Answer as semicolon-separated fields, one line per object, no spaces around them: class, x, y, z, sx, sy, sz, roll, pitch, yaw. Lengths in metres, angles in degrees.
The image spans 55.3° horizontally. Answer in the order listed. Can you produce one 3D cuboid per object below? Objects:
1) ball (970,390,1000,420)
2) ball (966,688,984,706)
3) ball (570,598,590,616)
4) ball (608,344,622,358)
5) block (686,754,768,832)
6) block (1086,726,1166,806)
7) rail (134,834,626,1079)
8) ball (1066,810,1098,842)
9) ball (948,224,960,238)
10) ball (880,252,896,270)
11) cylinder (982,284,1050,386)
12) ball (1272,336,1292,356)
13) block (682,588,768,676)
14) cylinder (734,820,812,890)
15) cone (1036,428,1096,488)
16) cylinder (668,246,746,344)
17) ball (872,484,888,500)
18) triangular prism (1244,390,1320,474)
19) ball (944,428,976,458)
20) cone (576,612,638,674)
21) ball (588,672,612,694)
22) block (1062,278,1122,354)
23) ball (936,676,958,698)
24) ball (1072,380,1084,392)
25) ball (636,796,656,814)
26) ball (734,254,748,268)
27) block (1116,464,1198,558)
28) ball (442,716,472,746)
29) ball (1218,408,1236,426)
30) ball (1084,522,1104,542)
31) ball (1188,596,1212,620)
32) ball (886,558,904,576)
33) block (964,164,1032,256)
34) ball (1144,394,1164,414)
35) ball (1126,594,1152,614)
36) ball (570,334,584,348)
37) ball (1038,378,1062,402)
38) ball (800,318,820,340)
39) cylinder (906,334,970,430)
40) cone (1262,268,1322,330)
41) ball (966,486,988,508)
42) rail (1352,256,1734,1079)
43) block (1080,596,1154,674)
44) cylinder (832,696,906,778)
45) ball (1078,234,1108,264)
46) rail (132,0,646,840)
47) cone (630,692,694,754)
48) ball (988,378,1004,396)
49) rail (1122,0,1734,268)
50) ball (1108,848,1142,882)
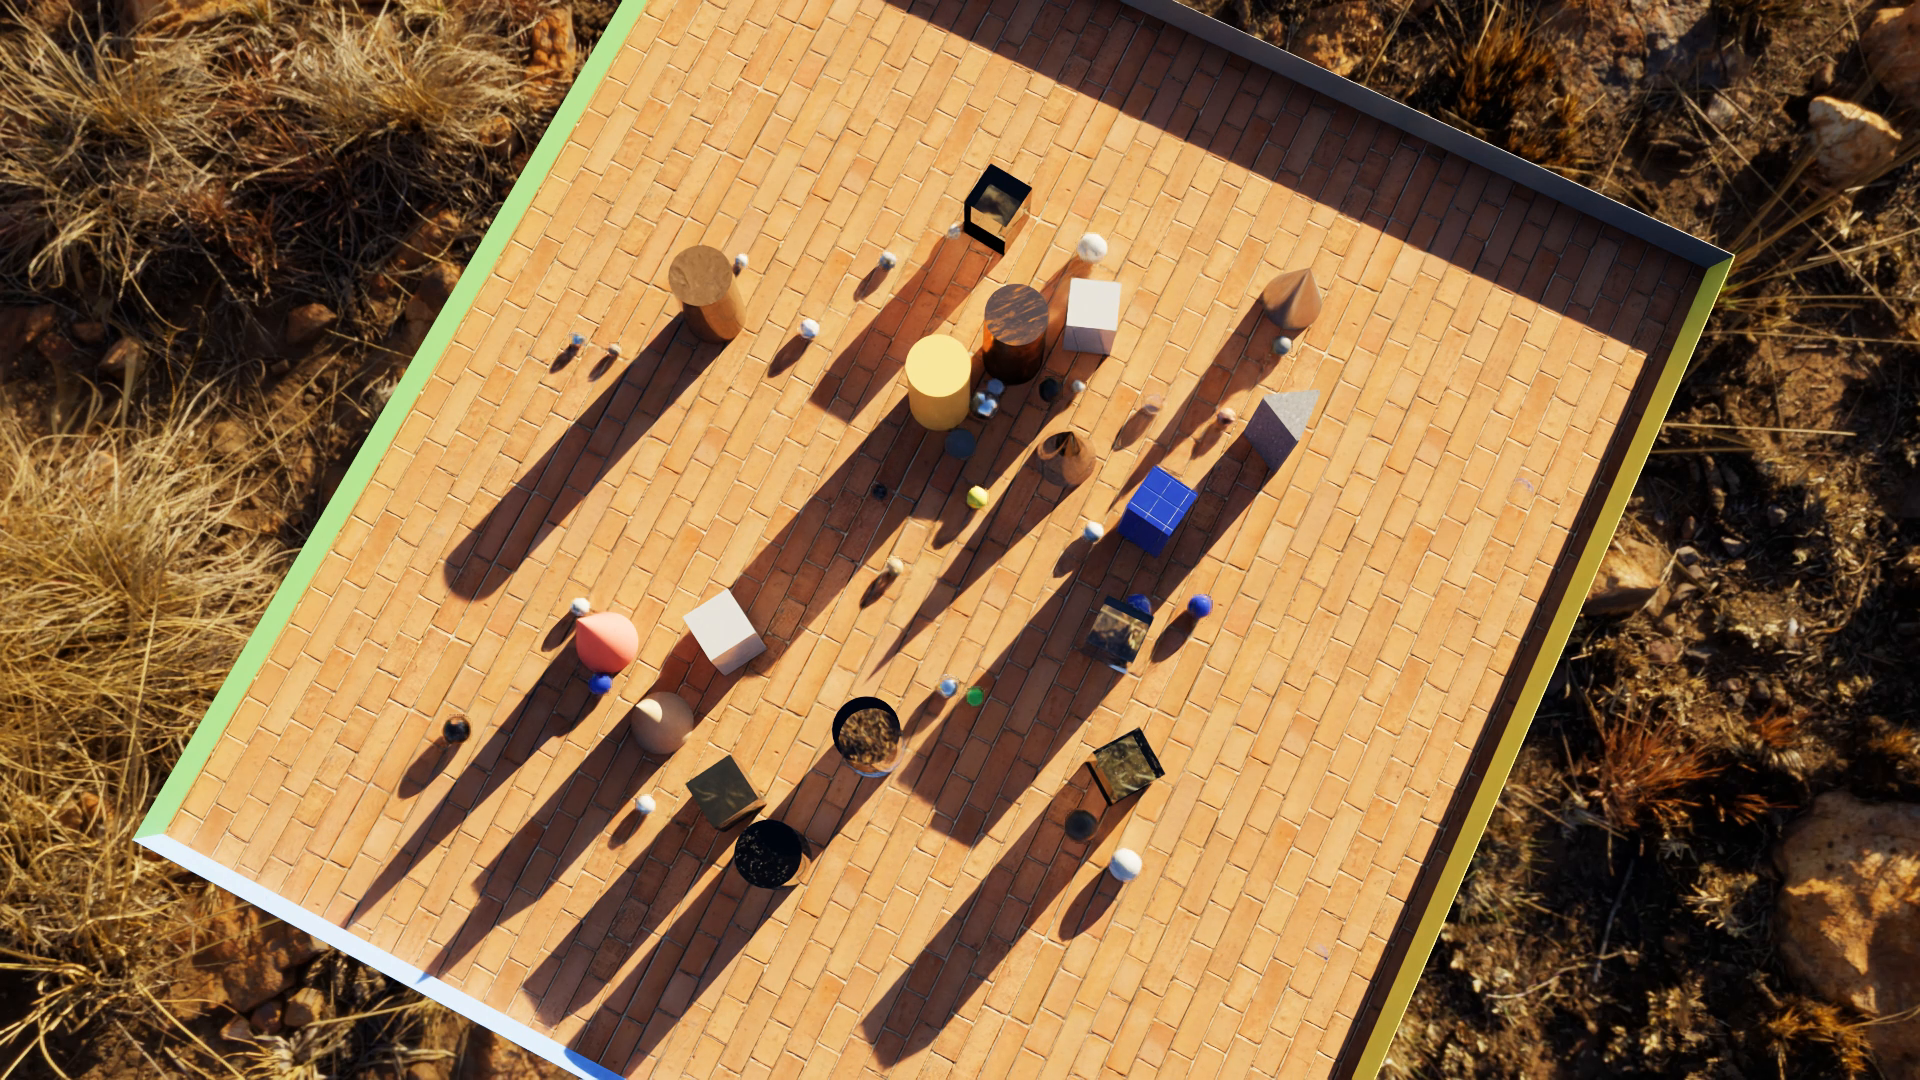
ball;0.075;-0.417;5.656;0.091;0.091;0.091;0;78;0
ball;0.046;0.471;5.492;0.052;0.052;0.052;0;78;0
ball;-1.149;0.204;5.545;0.058;0.058;0.058;0;78;0
ball;-1.078;-0.589;5.717;0.042;0.042;0.042;0;78;0
block;-0.677;0.739;5.334;0.151;0.254;0.151;-33;80;-7
block;0.474;0.660;5.307;0.151;0.338;0.151;-28;80;-5
rail;-0.827;1.626;5.216;3.495;0.123;0.045;26;80;5
ball;0.360;0.842;5.394;0.094;0.094;0.094;0;78;0
ball;-0.018;-0.976;5.797;0.042;0.042;0.042;0;78;0
ball;-0.226;-0.879;5.770;0.054;0.054;0.054;0;78;0
cylinder;0.165;-0.616;5.536;0.189;0.408;0.189;0;78;0
ball;1.003;-0.605;5.711;0.060;0.060;0.060;0;78;0
block;-0.688;0.275;5.391;0.151;0.330;0.151;-33;80;-6
cylinder;-0.533;0.906;5.255;0.189;0.341;0.189;0;78;0
cone;0.327;-0.287;5.514;0.189;0.317;0.189;0;78;0
cylinder;-0.766;-0.743;5.584;0.189;0.364;0.189;0;78;0
ball;-0.245;-0.147;5.624;0.045;0.045;0.045;0;78;0
triangular prism;0.983;-0.351;5.487;0.142;0.396;0.164;-35;80;-7
ball;0.001;-0.297;5.629;0.095;0.095;0.095;0;78;0
cone;-1.069;0.266;5.333;0.189;0.446;0.189;0;78;0
ball;-1.078;0.430;5.492;0.069;0.069;0.069;0;78;0
block;0.403;-0.686;5.636;0.151;0.240;0.151;6;78;1
ball;-0.037;0.441;5.492;0.066;0.066;0.066;0;78;0
ball;0.366;-0.477;5.695;0.040;0.040;0.040;0;78;0
ball;-0.930;0.786;5.426;0.055;0.055;0.055;0;78;0
ball;-0.690;-0.879;5.777;0.042;0.042;0.042;0;78;0
block;0.584;-0.081;5.460;0.151;0.340;0.151;35;80;7
ball;-1.498;0.567;5.455;0.086;0.086;0.086;0;78;0
ball;0.825;-0.380;5.666;0.056;0.056;0.056;0;78;0
ball;0.407;-0.025;5.591;0.060;0.060;0.060;0;78;0
ball;0.723;0.203;5.538;0.072;0.072;0.072;0;78;0
ball;-0.197;0.084;5.572;0.054;0.054;0.054;0;78;0
block;0.117;-1.026;5.702;0.151;0.247;0.151;32;80;6
ball;0.599;-0.421;5.671;0.063;0.063;0.063;0;78;0
ball;0.537;0.205;5.532;0.083;0.083;0.083;0;78;0
ball;-1.194;-0.621;5.723;0.044;0.044;0.044;0;78;0
ball;0.279;-0.463;5.675;0.074;0.074;0.074;0;78;0
ball;-0.471;-0.658;5.720;0.064;0.064;0.064;0;78;0
cylinder;-0.063;-0.470;5.520;0.189;0.378;0.189;0;78;0
cone;1.046;-0.783;5.620;0.189;0.310;0.189;0;78;0
ball;0.052;-0.129;5.609;0.067;0.067;0.067;0;78;0
rail;1.542;0.761;5.395;0.045;0.123;3.746;26;80;5
block;0.465;0.283;5.439;0.151;0.233;0.151;25;79;5
cylinder;-0.258;0.570;5.269;0.189;0.450;0.189;0;78;0
ball;0.416;-0.915;5.758;0.094;0.094;0.094;0;78;0
rail;-1.542;-0.748;5.707;0.045;0.123;3.746;26;80;5
cone;-0.894;0.503;5.279;0.189;0.457;0.189;0;78;0
ball;0.111;-0.474;5.687;0.054;0.054;0.054;0;78;0
rail;0.827;-1.613;5.886;3.495;0.123;0.045;26;80;5
ball;0.484;0.953;5.371;0.094;0.094;0.094;0;78;0
